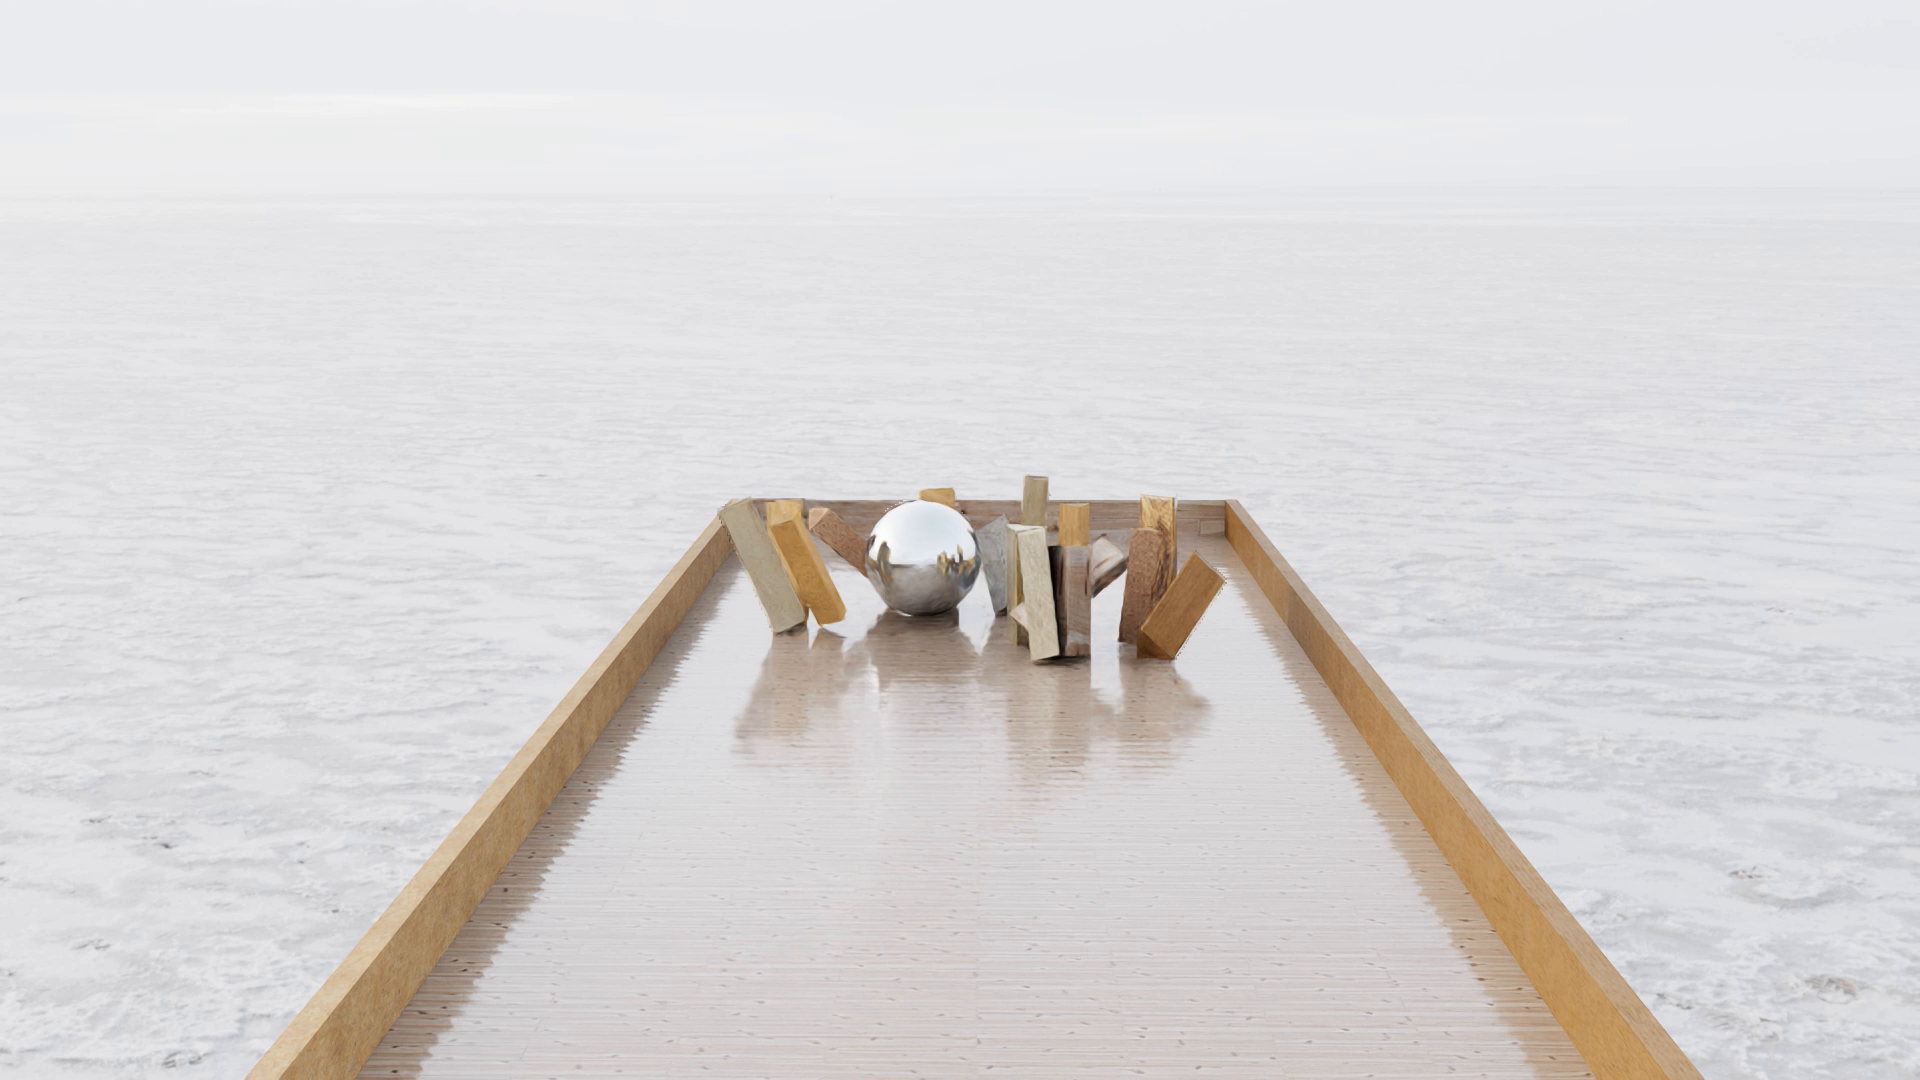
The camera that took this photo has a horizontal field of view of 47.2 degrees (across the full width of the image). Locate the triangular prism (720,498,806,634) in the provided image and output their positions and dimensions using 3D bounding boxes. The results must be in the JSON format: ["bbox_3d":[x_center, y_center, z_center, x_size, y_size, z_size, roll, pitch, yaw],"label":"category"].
[{"bbox_3d":[-0.631,0.077,7.132,0.112,0.436,0.097,-24,3,5],"label":"triangular prism"}]

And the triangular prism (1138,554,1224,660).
[{"bbox_3d":[0.659,0.200,6.763,0.134,0.116,0.355,2,42,41],"label":"triangular prism"}]

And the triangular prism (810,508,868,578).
[{"bbox_3d":[-0.344,0.031,7.558,0.081,0.445,0.094,-29,42,23],"label":"triangular prism"}]

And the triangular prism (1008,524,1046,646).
[{"bbox_3d":[0.188,0.139,6.968,0.130,0.365,0.113,-7,11,-38],"label":"triangular prism"}]

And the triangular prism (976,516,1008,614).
[{"bbox_3d":[0.174,0.094,7.487,0.142,0.313,0.123,-32,-31,33],"label":"triangular prism"}]

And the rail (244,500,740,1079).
[{"bbox_3d":[-1.004,0.839,3.234,0.050,0.150,12.000,0,9,1],"label":"rail"}]

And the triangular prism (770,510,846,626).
[{"bbox_3d":[-0.477,0.087,7.182,0.107,0.375,0.093,-14,18,38],"label":"triangular prism"}]

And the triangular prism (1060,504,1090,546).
[{"bbox_3d":[0.389,0.083,7.195,0.084,0.404,0.097,-7,11,-38],"label":"triangular prism"}]

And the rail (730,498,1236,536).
[{"bbox_3d":[0.099,-0.098,9.147,2.100,0.150,0.050,0,9,1],"label":"rail"}]

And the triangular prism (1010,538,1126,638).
[{"bbox_3d":[0.338,0.150,6.891,0.387,0.114,0.132,-39,-18,-9],"label":"triangular prism"}]

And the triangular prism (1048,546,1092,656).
[{"bbox_3d":[0.314,0.185,6.749,0.123,0.334,0.142,0,-1,33],"label":"triangular prism"}]

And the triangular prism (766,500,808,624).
[{"bbox_3d":[-0.552,0.070,7.265,0.125,0.403,0.108,-1,5,17],"label":"triangular prism"}]

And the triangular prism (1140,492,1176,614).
[{"bbox_3d":[0.673,0.066,7.193,0.132,0.439,0.114,7,12,39],"label":"triangular prism"}]

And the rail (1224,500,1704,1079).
[{"bbox_3d":[1.046,0.843,3.208,0.050,0.150,12.000,0,9,1],"label":"rail"}]

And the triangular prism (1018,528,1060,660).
[{"bbox_3d":[0.259,0.169,6.699,0.098,0.397,0.085,-14,-15,30],"label":"triangular prism"}]

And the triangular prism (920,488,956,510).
[{"bbox_3d":[-0.096,0.014,7.646,0.131,0.388,0.113,-4,4,-27],"label":"triangular prism"}]

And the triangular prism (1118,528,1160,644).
[{"bbox_3d":[0.569,0.144,6.934,0.089,0.362,0.077,8,7,11],"label":"triangular prism"}]

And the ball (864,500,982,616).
[{"bbox_3d":[-0.124,0.062,7.371,0.390,0.390,0.390,0,9,0],"label":"ball"}]

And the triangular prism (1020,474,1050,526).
[{"bbox_3d":[0.240,-0.003,7.607,0.088,0.443,0.076,4,5,-10],"label":"triangular prism"}]
